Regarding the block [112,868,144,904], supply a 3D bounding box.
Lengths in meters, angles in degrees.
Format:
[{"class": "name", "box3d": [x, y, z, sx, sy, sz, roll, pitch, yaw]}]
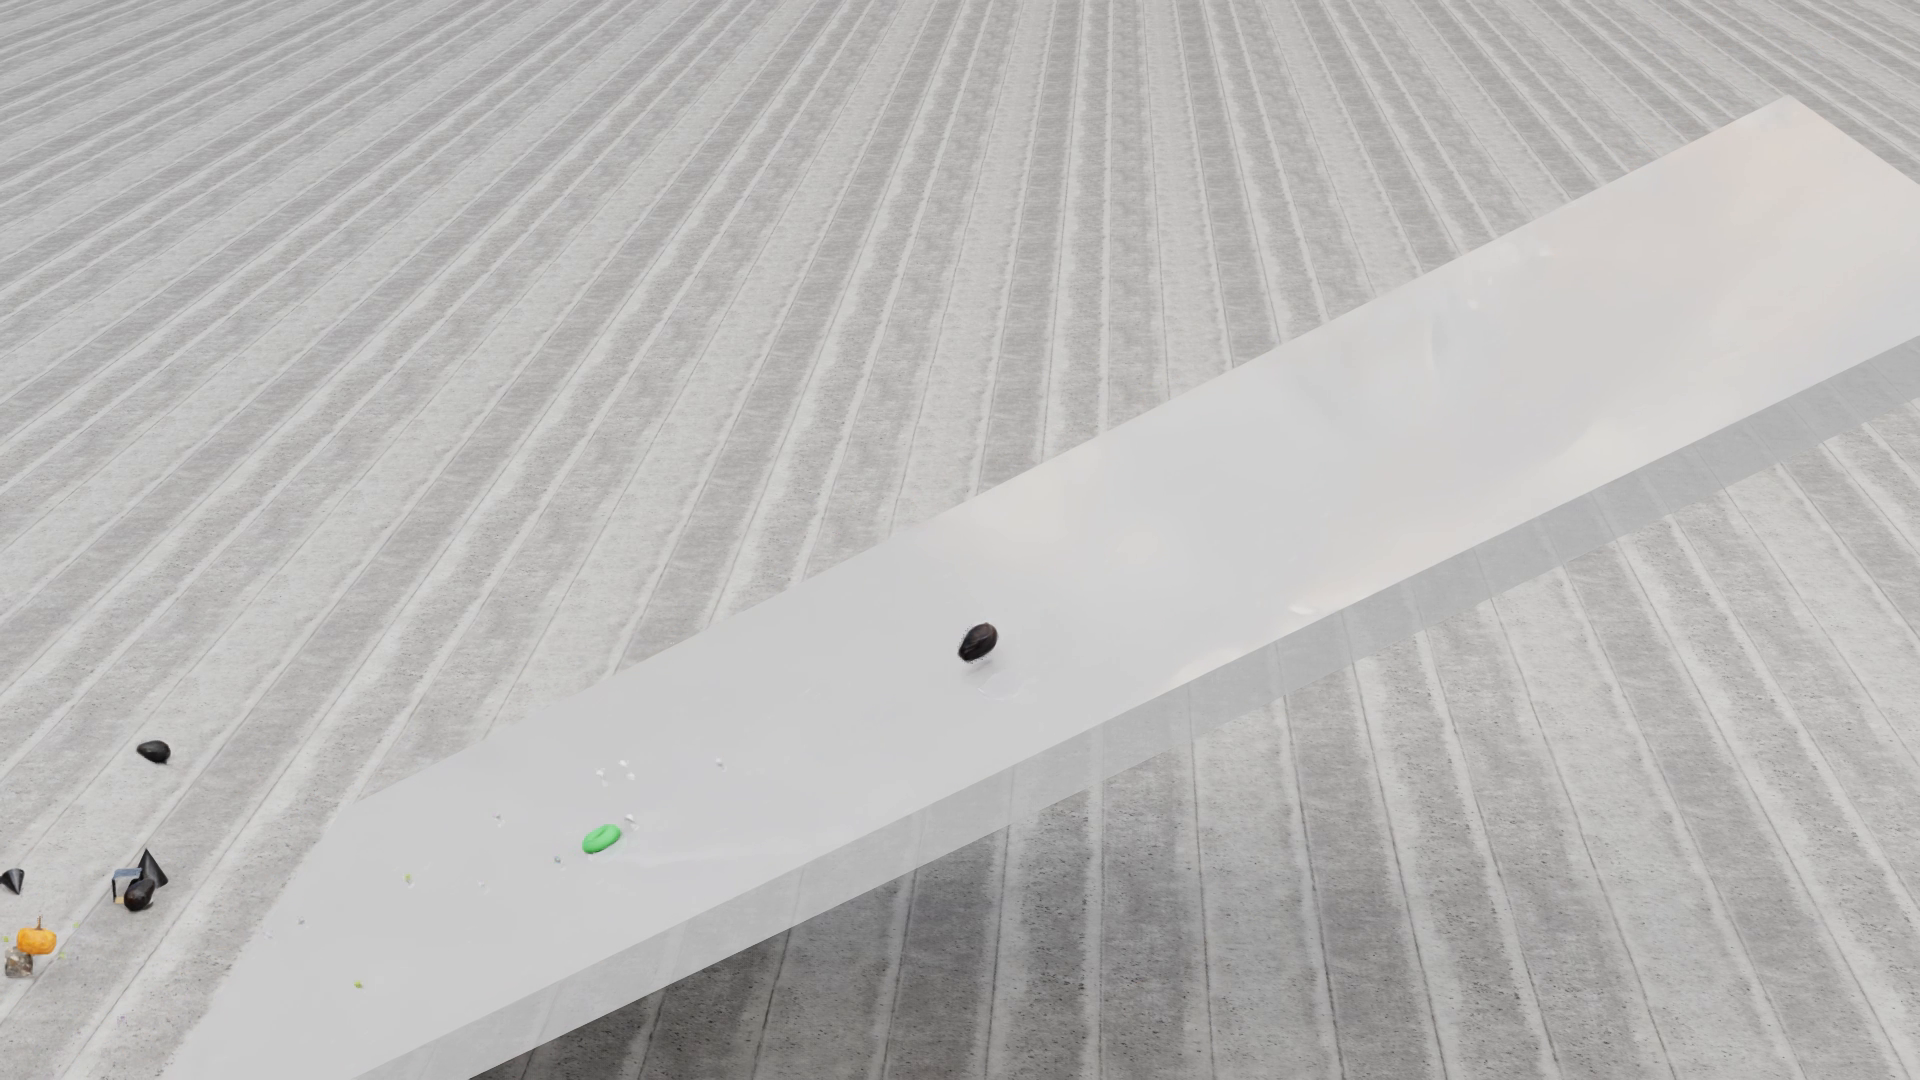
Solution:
[{"class": "block", "box3d": [-2.056, 0.855, 7.270, 0.064, 0.064, 0.064, -2, 17, -5]}]

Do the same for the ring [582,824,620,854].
[{"class": "ring", "box3d": [-0.748, 0.622, 6.134, 0.087, 0.029, 0.087, -26, 15, 8]}]

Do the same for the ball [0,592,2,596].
[{"class": "ball", "box3d": [-3.119, 0.173, 9.486, 0.052, 0.052, 0.052, 0, 17, 0]}]

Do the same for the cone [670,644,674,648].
[{"class": "cone", "box3d": [-0.855, 0.352, 8.817, 0.093, 0.093, 0.093, -8, 17, 3]}]

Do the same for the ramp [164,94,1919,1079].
[{"class": "ramp", "box3d": [0.141, 0.167, 6.281, 4.000, 0.100, 2.000, -26, 14, 11]}]

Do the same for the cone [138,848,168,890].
[{"class": "cone", "box3d": [-2.031, 0.813, 7.355, 0.094, 0.094, 0.094, 0, 17, 0]}]

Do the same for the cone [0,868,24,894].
[{"class": "cone", "box3d": [-2.348, 0.860, 7.312, 0.061, 0.061, 0.061, -10, 47, -30]}]

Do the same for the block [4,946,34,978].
[{"class": "block", "box3d": [-2.198, 0.985, 6.867, 0.054, 0.054, 0.054, -3, 17, -9]}]
